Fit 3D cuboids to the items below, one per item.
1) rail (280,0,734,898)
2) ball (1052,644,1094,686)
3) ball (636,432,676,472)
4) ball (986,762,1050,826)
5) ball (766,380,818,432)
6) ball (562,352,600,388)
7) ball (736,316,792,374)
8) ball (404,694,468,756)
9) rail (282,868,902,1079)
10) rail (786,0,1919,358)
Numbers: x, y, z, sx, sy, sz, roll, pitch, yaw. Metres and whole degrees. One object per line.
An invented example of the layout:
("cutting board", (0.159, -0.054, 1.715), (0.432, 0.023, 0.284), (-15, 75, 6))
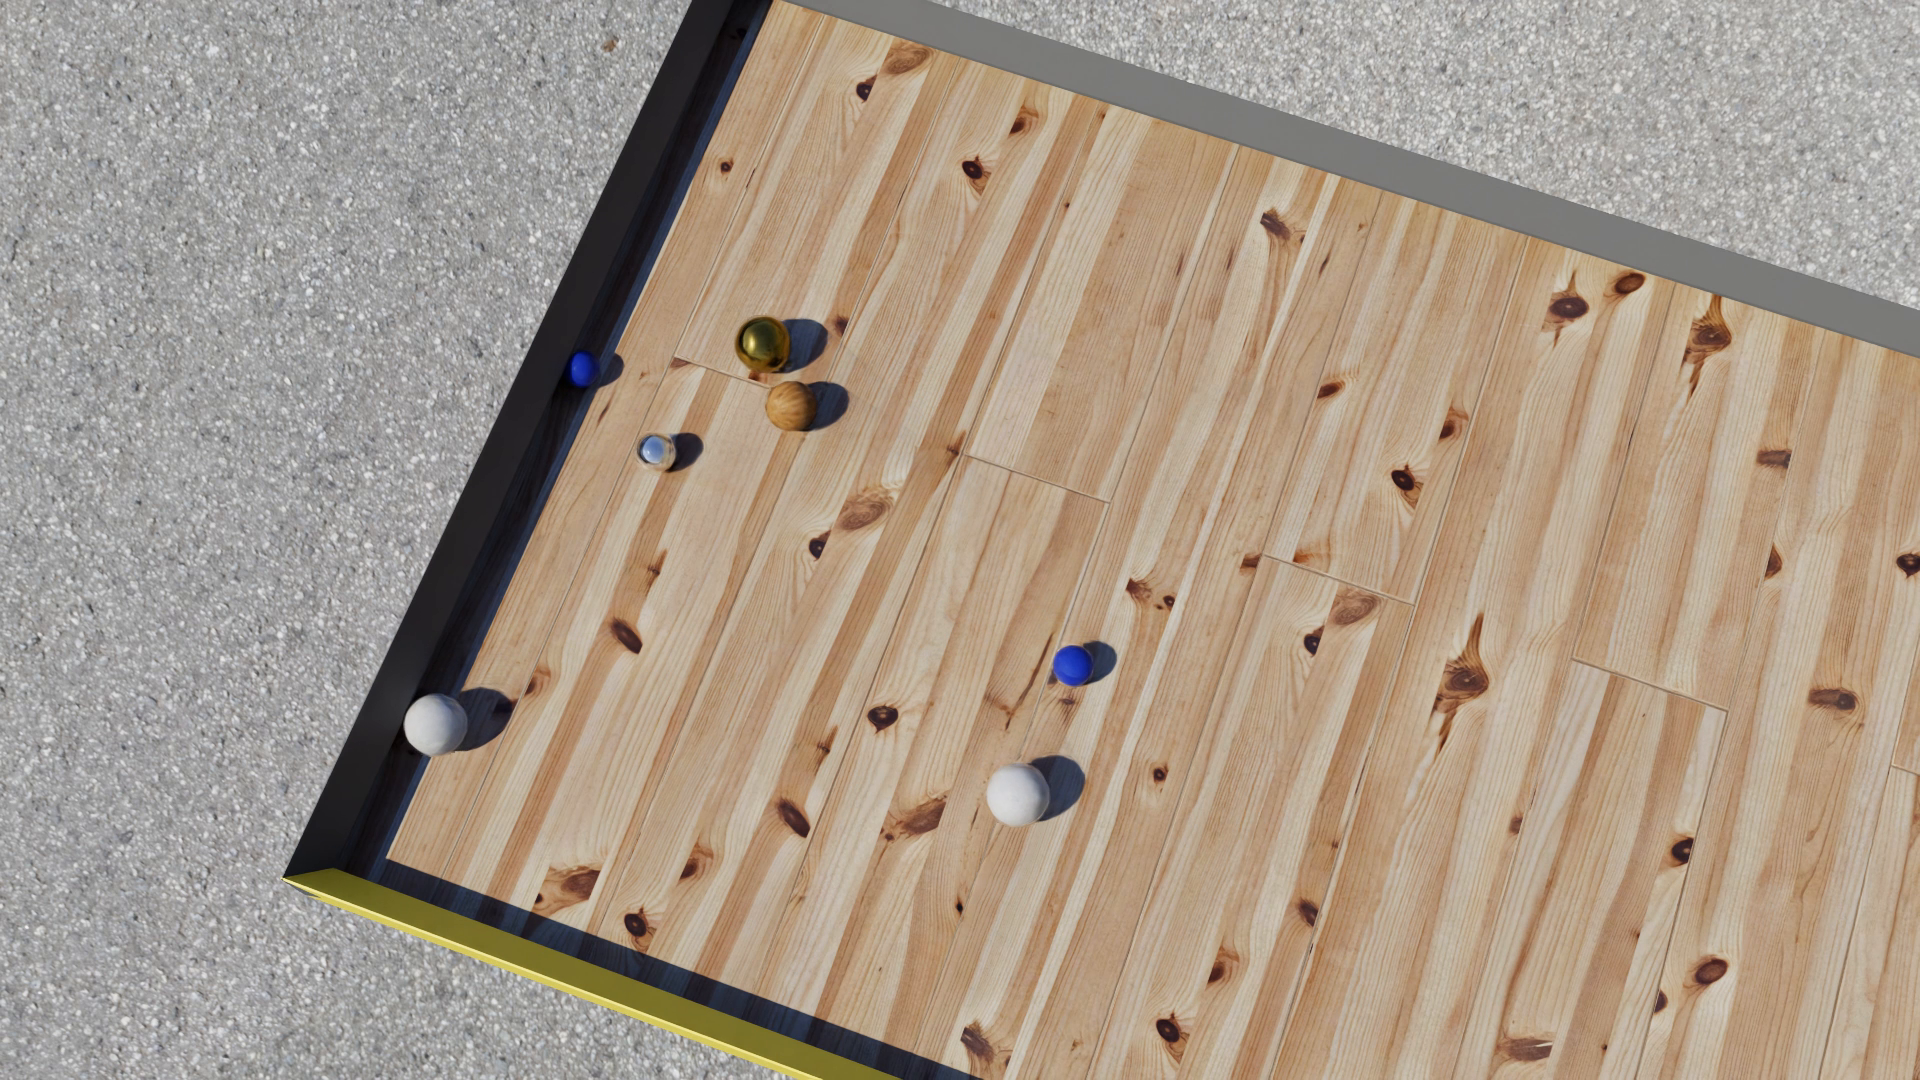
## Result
("rail", (-0.667, -0.236, 3.483), (0.045, 0.123, 1.695), (19, 72, 6))
("ball", (0.173, 0.192, 3.365), (0.064, 0.064, 0.064), (0, 71, 0))
("ball", (-0.480, -0.139, 3.481), (0.064, 0.064, 0.064), (0, 71, 0))
("ball", (0.086, 0.379, 3.282), (0.095, 0.095, 0.095), (0, 71, 0))
("ball", (-0.267, -0.213, 3.498), (0.082, 0.082, 0.082), (0, 71, 0))
("ball", (-0.609, -0.274, 3.531), (0.059, 0.059, 0.059), (0, 71, 0))
("ball", (-0.315, -0.313, 3.528), (0.091, 0.091, 0.091), (0, 71, 0))
("ball", (-0.791, 0.278, 3.318), (0.094, 0.094, 0.094), (0, 71, 0))
("rail", (0.409, 0.958, 3.062), (2.933, 0.123, 0.045), (19, 72, 6))
("rail", (0.970, -0.504, 3.578), (2.933, 0.123, 0.045), (19, 72, 6))
